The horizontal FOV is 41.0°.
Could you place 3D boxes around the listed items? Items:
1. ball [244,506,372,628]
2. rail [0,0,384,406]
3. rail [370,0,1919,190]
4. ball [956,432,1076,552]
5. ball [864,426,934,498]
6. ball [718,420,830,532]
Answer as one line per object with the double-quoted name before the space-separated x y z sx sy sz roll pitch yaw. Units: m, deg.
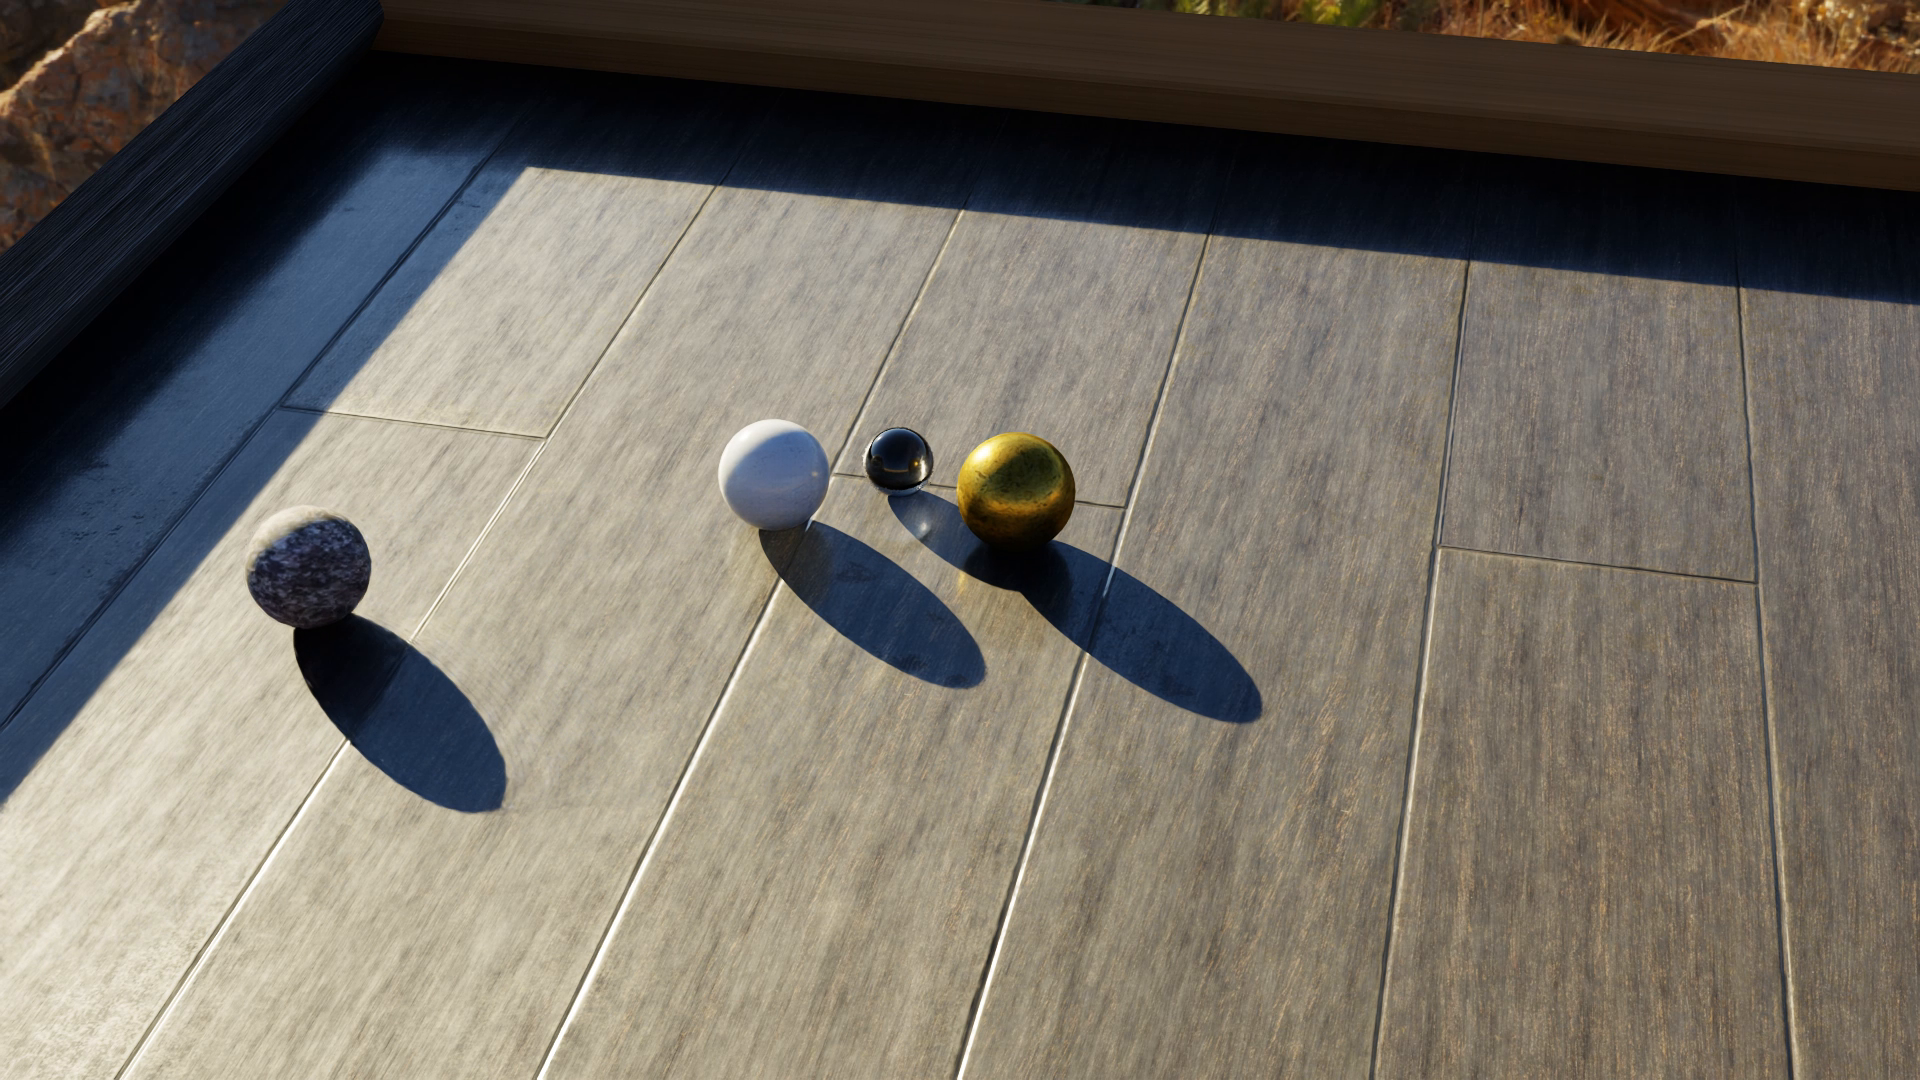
"ball" -0.494 0.020 1.945 0.094 0.094 0.094 0 34 0
"rail" -0.827 -0.123 2.130 0.045 0.123 1.747 7 35 10
"rail" 1.033 -0.381 2.512 3.483 0.123 0.045 7 35 10
"ball" 0.044 -0.038 2.031 0.094 0.094 0.094 0 34 0
"ball" -0.050 -0.064 2.102 0.058 0.058 0.058 0 34 0
"ball" -0.149 -0.052 2.056 0.090 0.090 0.090 0 34 0
